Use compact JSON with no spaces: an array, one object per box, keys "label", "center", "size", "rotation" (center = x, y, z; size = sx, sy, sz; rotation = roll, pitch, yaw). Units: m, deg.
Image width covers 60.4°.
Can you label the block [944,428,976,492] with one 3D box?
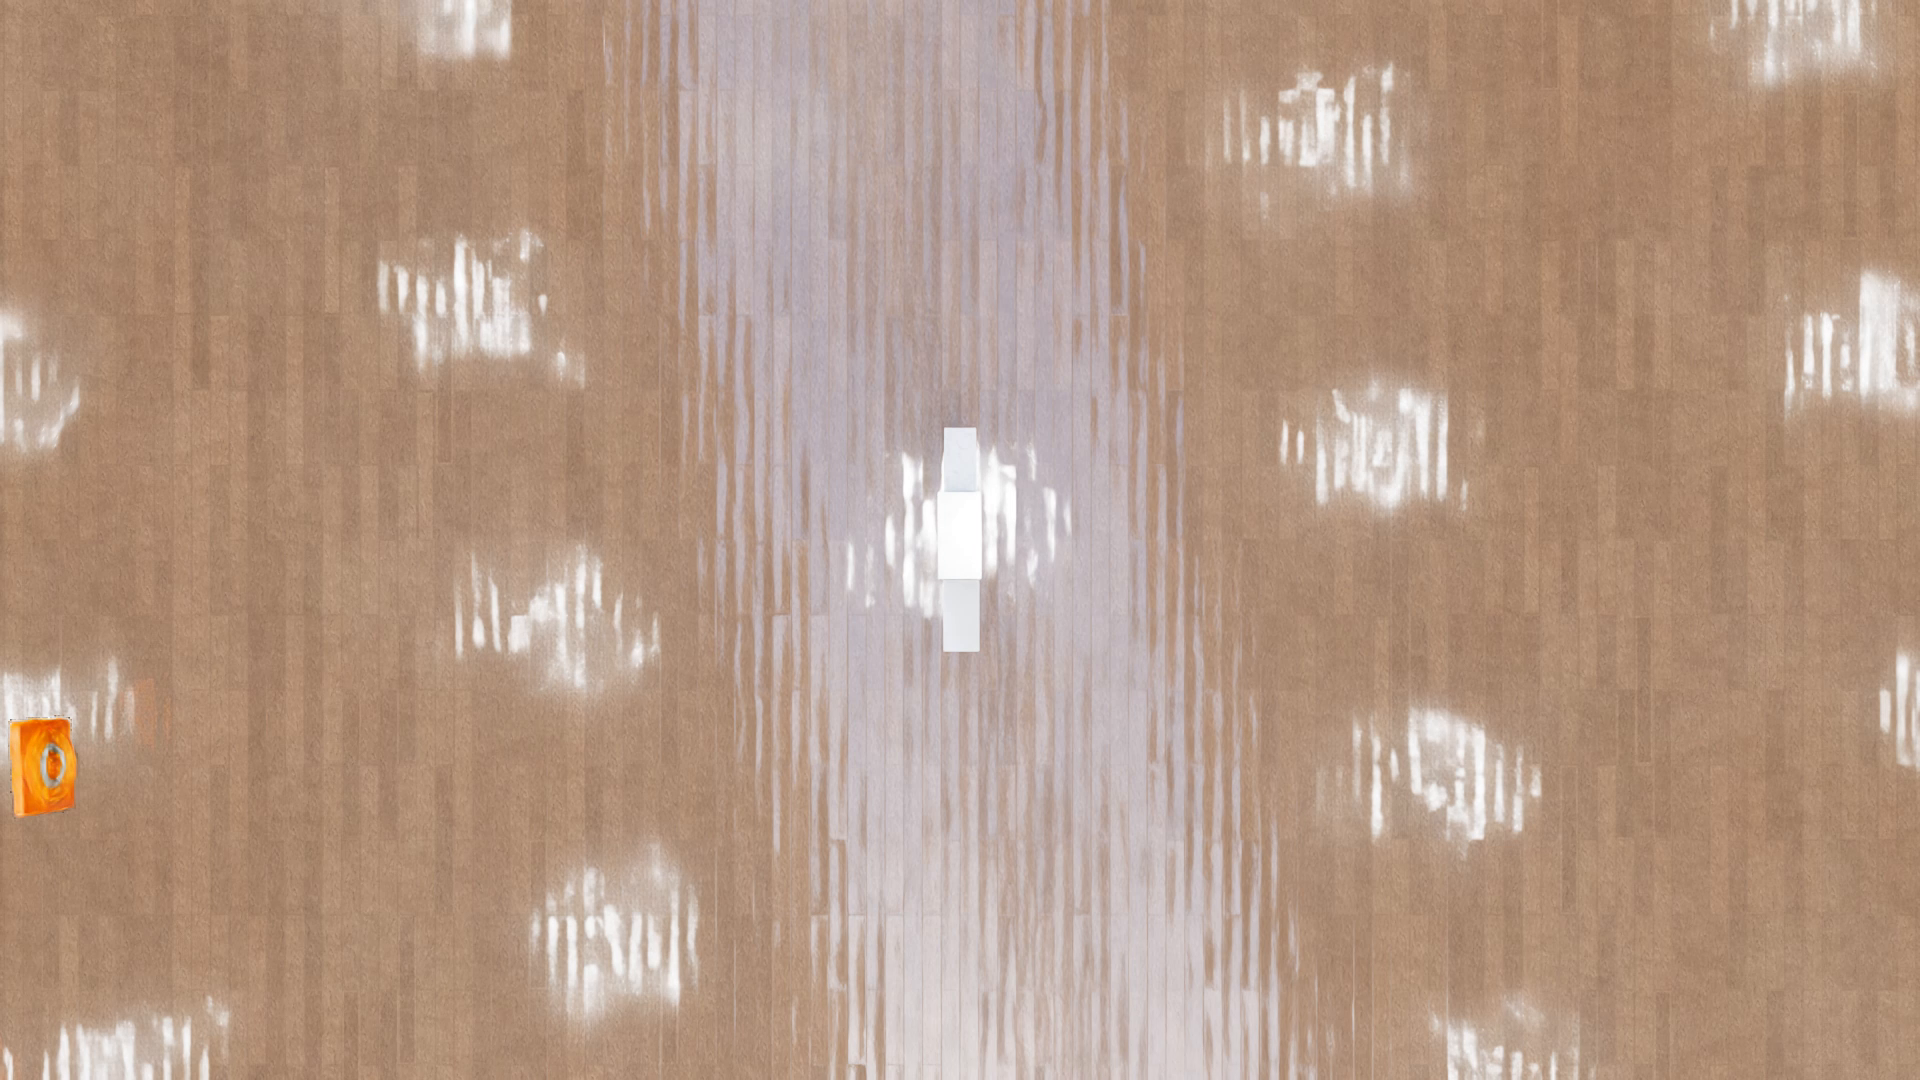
[{"label":"block","center":[0.001,-0.247,5.063],"size":[0.097,0.027,0.194],"rotation":[0,90,0]}]

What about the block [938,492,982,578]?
[{"label":"block","center":[-0.001,-0.014,4.989],"size":[0.131,0.037,0.262],"rotation":[0,90,0]}]

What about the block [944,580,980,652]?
[{"label":"block","center":[0.004,0.233,5.100],"size":[0.111,0.031,0.221],"rotation":[0,90,0]}]
